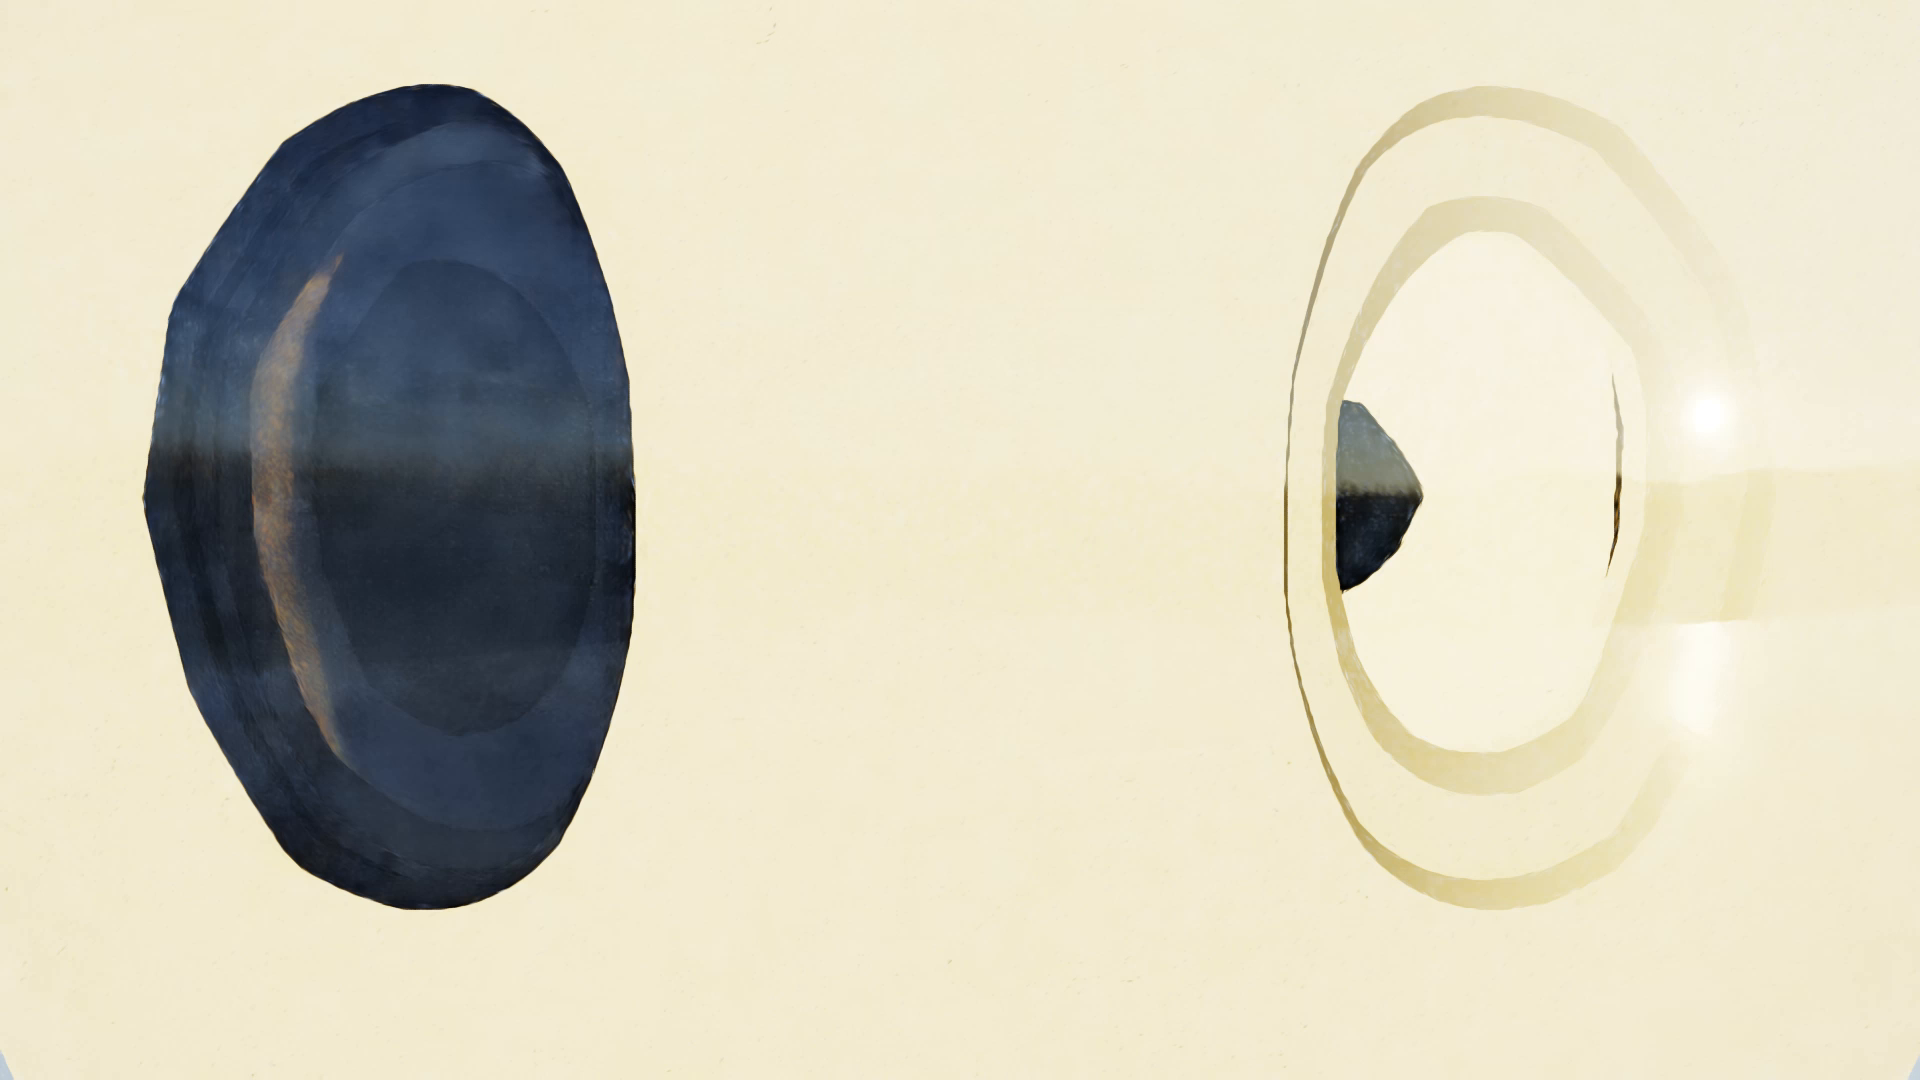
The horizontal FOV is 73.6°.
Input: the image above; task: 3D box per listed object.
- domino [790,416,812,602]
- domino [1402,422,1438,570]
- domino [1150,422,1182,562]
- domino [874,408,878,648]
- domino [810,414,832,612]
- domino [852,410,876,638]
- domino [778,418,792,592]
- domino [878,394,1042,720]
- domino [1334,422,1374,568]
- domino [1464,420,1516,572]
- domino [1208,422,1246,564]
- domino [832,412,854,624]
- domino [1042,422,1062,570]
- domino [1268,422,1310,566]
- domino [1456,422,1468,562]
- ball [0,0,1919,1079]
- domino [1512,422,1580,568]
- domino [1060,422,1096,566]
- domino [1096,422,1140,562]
[{"bbox_3d":[-0.033,-0.009,0.352,0.025,0.050,0.010,-2,5,-20],"label":"domino"},{"bbox_3d":[0.160,-0.016,0.444,0.009,0.050,0.025,2,5,22],"label":"domino"},{"bbox_3d":[0.076,-0.018,0.476,0.009,0.050,0.025,0,4,6],"label":"domino"},{"bbox_3d":[-0.005,-0.002,0.267,0.025,0.050,0.009,-1,4,-15],"label":"domino"},{"bbox_3d":[-0.025,-0.007,0.331,0.025,0.050,0.009,-2,5,-21],"label":"domino"},{"bbox_3d":[-0.011,-0.004,0.288,0.025,0.050,0.010,-1,4,-18],"label":"domino"},{"bbox_3d":[-0.040,-0.010,0.373,0.025,0.050,0.009,-1,4,-13],"label":"domino"},{"bbox_3d":[0.000,0.002,0.201,0.025,0.050,0.010,0,4,0],"label":"domino"},{"bbox_3d":[0.139,-0.016,0.453,0.010,0.050,0.025,2,5,24],"label":"domino"},{"bbox_3d":[0.180,-0.015,0.436,0.010,0.050,0.025,1,4,9],"label":"domino"},{"bbox_3d":[0.098,-0.018,0.470,0.010,0.050,0.025,2,5,20],"label":"domino"},{"bbox_3d":[-0.018,-0.006,0.310,0.025,0.050,0.010,-1,4,-17],"label":"domino"},{"bbox_3d":[0.022,-0.016,0.442,0.025,0.050,0.009,4,6,40],"label":"domino"},{"bbox_3d":[0.119,-0.017,0.461,0.010,0.050,0.025,2,5,23],"label":"domino"},{"bbox_3d":[0.194,-0.017,0.465,0.025,0.050,0.009,-1,4,-16],"label":"domino"},{"bbox_3d":[0.000,-0.002,0.056,0.080,0.080,0.080,0,4,0],"label":"ball"},{"bbox_3d":[0.199,-0.016,0.444,0.025,0.050,0.009,1,4,8],"label":"domino"},{"bbox_3d":[0.037,-0.017,0.459,0.010,0.050,0.025,-3,5,-35],"label":"domino"},{"bbox_3d":[0.055,-0.018,0.472,0.009,0.050,0.025,-2,5,-29],"label":"domino"}]
